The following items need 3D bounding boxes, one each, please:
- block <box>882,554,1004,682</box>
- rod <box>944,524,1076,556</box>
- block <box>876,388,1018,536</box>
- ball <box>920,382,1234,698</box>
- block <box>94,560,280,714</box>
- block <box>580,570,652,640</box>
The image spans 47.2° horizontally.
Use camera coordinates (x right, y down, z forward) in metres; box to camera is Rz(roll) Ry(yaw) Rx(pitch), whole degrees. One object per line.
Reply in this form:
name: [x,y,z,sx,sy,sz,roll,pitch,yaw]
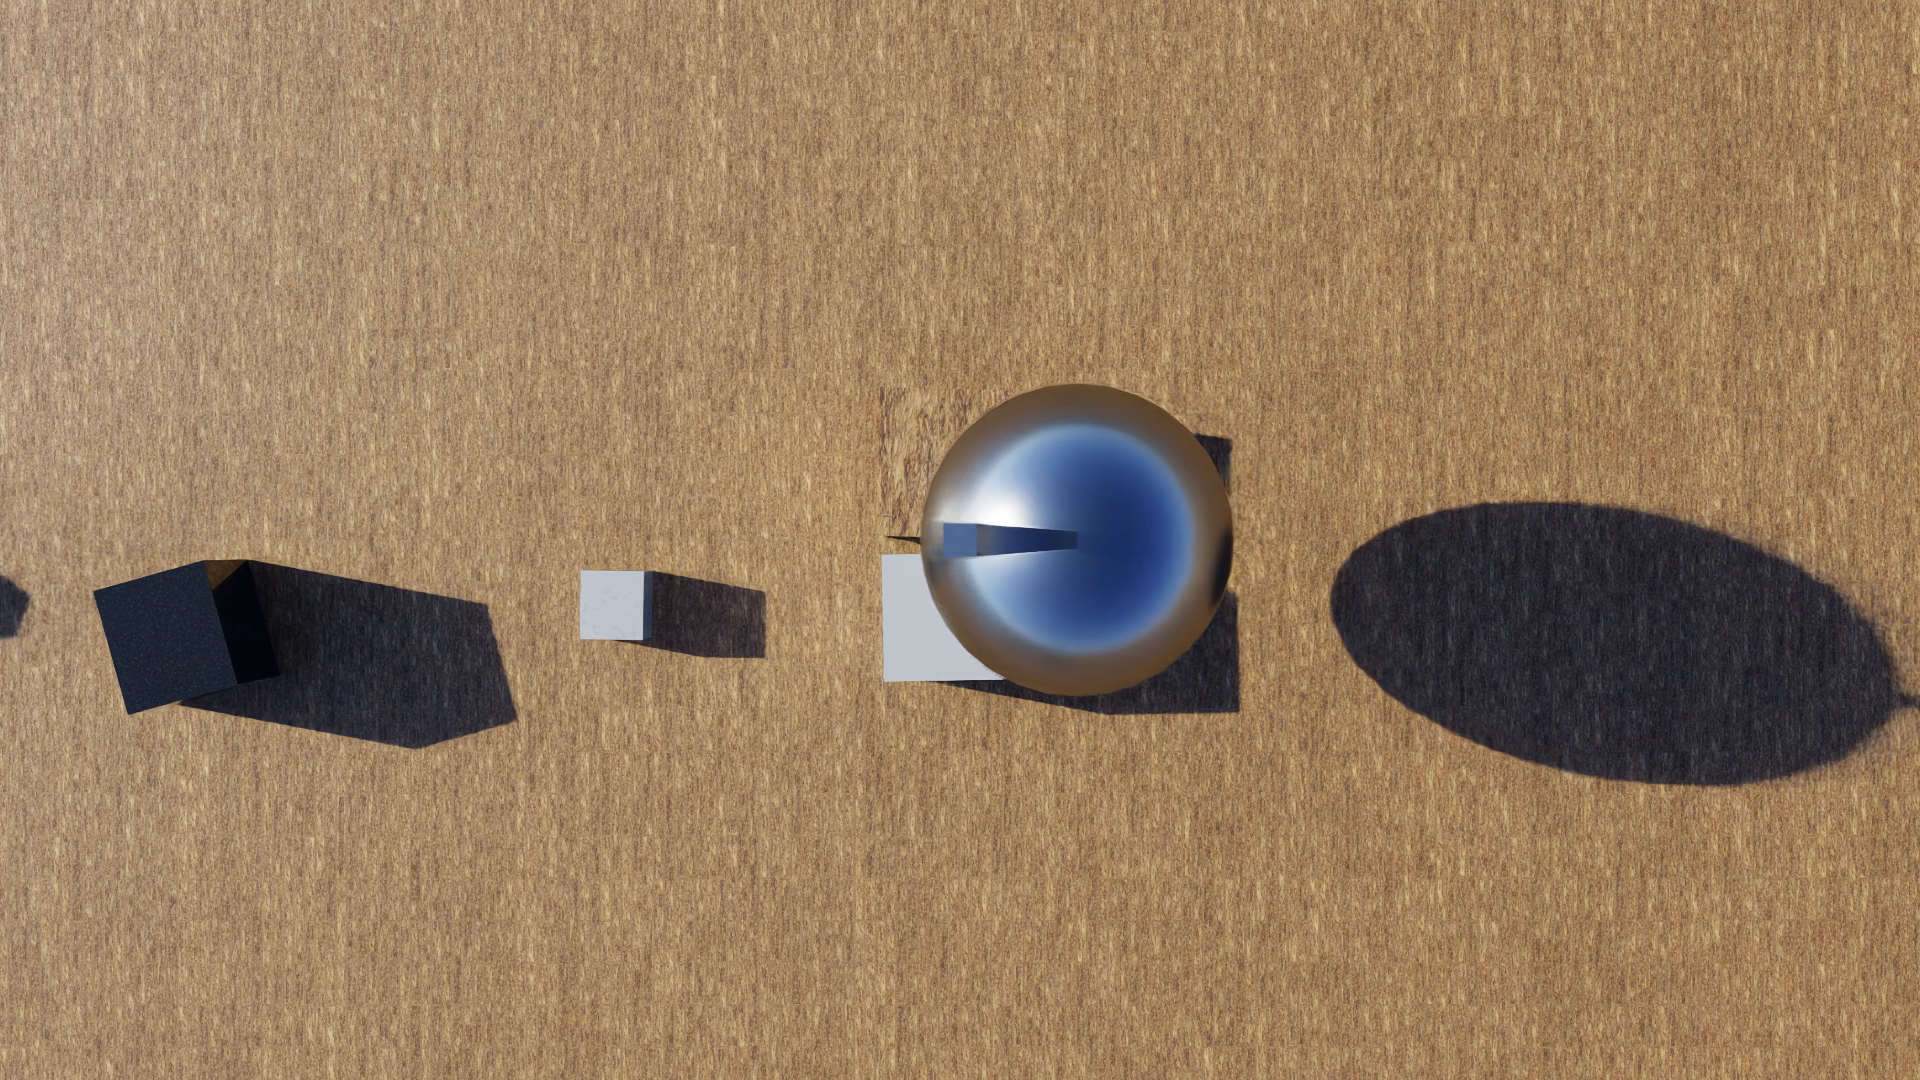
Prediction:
block: [-0.038,0.430,12.648,0.788,0.703,0.710,-1,90,0]
rod: [0.257,0.000,7.843,0.080,5.200,0.080,0,90,6]
block: [-0.075,-0.430,12.650,0.766,0.700,0.832,2,90,0]
ball: [0.594,0.000,11.226,1.600,1.600,1.600,0,90,0]
block: [-4.421,0.544,12.616,0.634,0.767,0.717,-16,90,0]
block: [-2.001,0.375,12.817,0.362,0.366,0.393,1,90,0]
